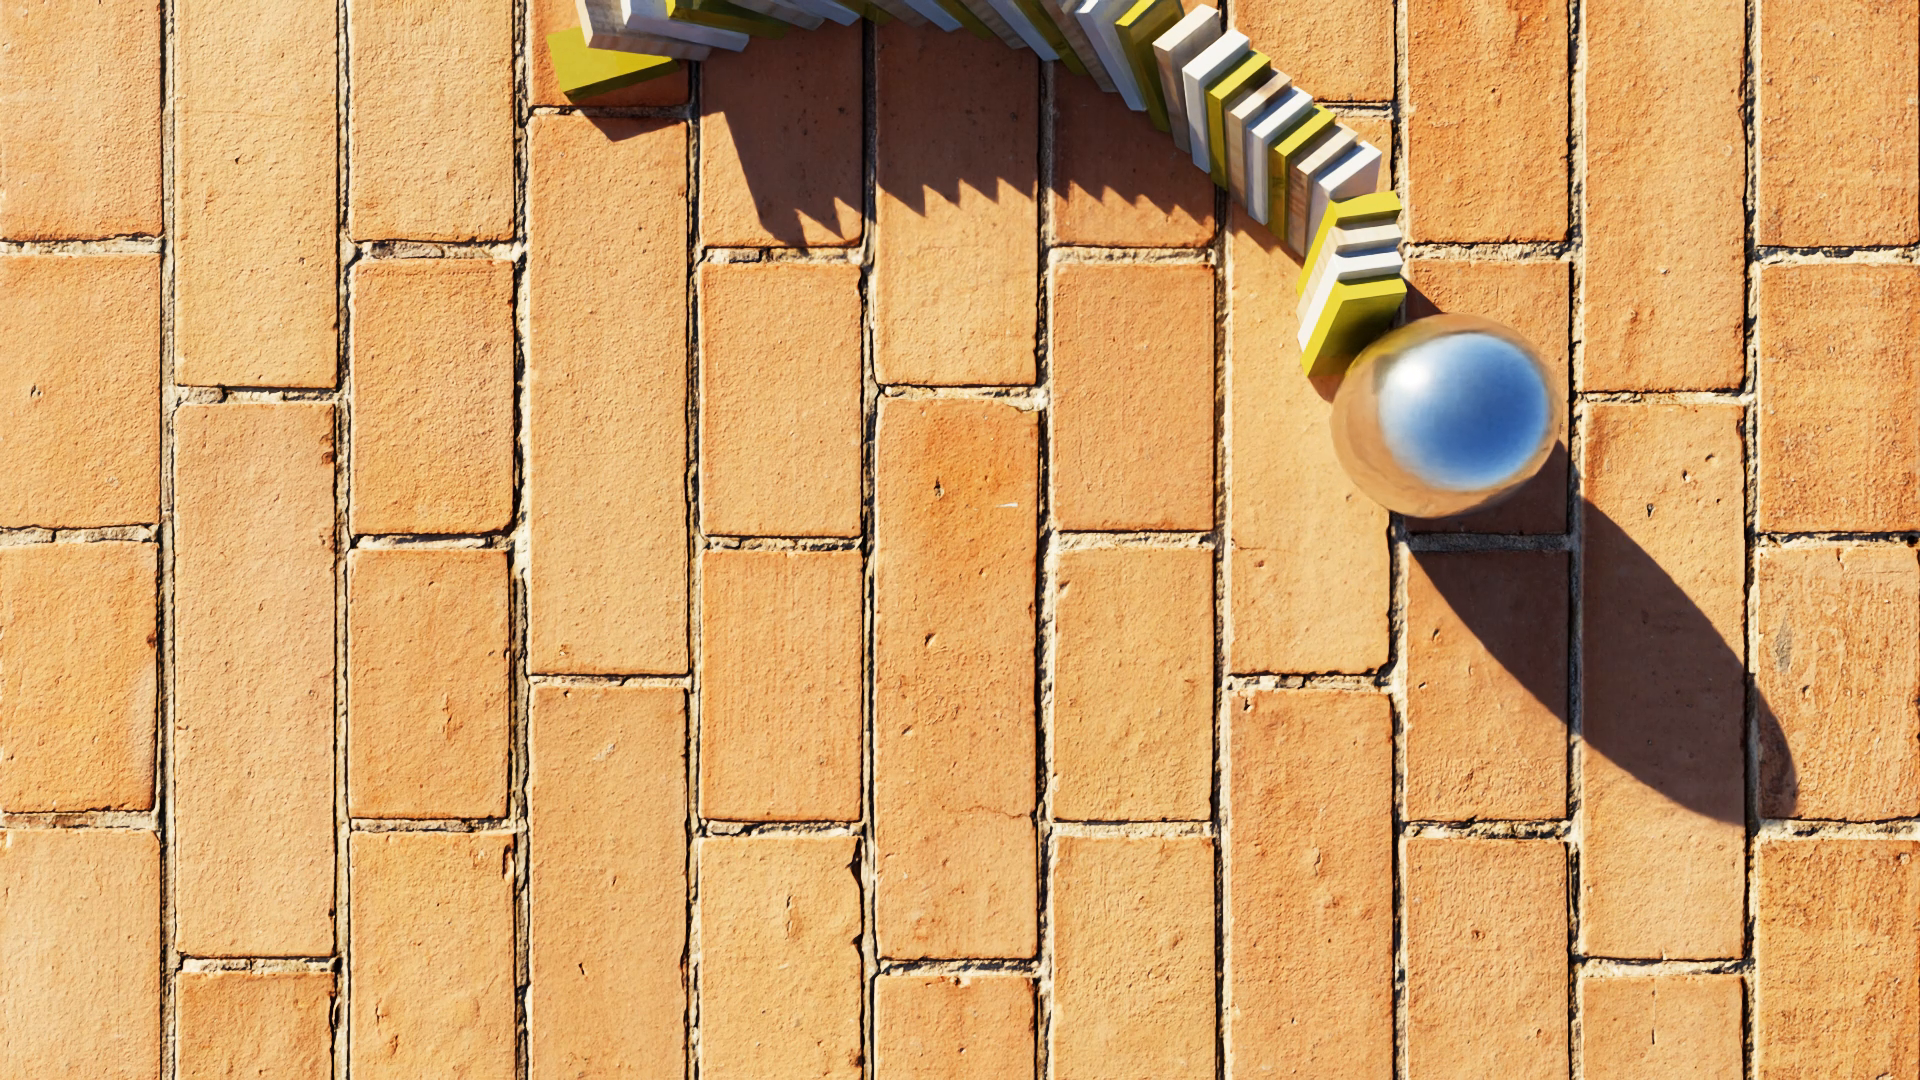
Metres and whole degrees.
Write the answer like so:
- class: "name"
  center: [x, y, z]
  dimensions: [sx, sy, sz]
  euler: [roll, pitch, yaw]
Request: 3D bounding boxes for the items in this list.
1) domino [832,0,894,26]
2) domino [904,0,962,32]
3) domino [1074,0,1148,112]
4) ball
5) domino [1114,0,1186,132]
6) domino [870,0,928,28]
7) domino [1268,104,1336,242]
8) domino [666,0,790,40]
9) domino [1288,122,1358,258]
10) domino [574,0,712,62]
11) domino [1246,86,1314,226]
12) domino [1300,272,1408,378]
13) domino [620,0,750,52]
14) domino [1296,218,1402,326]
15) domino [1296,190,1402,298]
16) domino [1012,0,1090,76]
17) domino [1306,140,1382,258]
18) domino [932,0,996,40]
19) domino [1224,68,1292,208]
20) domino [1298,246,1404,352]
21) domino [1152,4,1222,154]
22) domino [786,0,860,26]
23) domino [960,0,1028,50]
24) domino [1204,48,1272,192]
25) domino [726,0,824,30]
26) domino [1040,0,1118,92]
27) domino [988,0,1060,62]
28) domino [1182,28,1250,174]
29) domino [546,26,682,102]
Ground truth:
- class: "domino"
  center: [-0.049, -0.238, 0.380]
  dimensions: [0.050, 0.009, 0.025]
  euler: [4, 90, -40]
- class: "domino"
  center: [-0.018, -0.237, 0.380]
  dimensions: [0.050, 0.010, 0.025]
  euler: [13, 90, -40]
- class: "domino"
  center: [0.070, -0.207, 0.380]
  dimensions: [0.025, 0.009, 0.050]
  euler: [-51, 132, 0]
- class: "ball"
  center: [0.188, -0.048, 0.360]
  dimensions: [0.080, 0.080, 0.080]
  euler: [0, 90, 0]
- class: "domino"
  center: [0.085, -0.199, 0.379]
  dimensions: [0.025, 0.010, 0.050]
  euler: [-43, 134, 0]
- class: "domino"
  center: [-0.033, -0.238, 0.380]
  dimensions: [0.050, 0.010, 0.025]
  euler: [9, 90, -40]
- class: "domino"
  center: [0.139, -0.149, 0.376]
  dimensions: [0.025, 0.050, 0.010]
  euler: [-39, 61, 0]
- class: "domino"
  center: [-0.098, -0.227, 0.382]
  dimensions: [0.050, 0.010, 0.025]
  euler: [-10, 90, -36]
- class: "domino"
  center: [0.148, -0.142, 0.376]
  dimensions: [0.025, 0.050, 0.009]
  euler: [-39, 61, 0]
- class: "domino"
  center: [-0.131, -0.216, 0.380]
  dimensions: [0.050, 0.009, 0.025]
  euler: [-14, 89, -36]
- class: "domino"
  center: [0.131, -0.156, 0.376]
  dimensions: [0.025, 0.050, 0.010]
  euler: [-39, 61, 0]
- class: "domino"
  center: [0.160, -0.087, 0.376]
  dimensions: [0.025, 0.050, 0.010]
  euler: [-8, 64, 0]
- class: "domino"
  center: [-0.115, -0.223, 0.381]
  dimensions: [0.050, 0.009, 0.025]
  euler: [-7, 87, -36]
- class: "domino"
  center: [0.158, -0.108, 0.376]
  dimensions: [0.025, 0.050, 0.009]
  euler: [-8, 64, 0]
- class: "domino"
  center: [0.158, -0.119, 0.376]
  dimensions: [0.025, 0.050, 0.009]
  euler: [-8, 64, 0]
- class: "domino"
  center: [0.042, -0.221, 0.380]
  dimensions: [0.050, 0.010, 0.025]
  euler: [29, 90, -41]
- class: "domino"
  center: [0.156, -0.135, 0.376]
  dimensions: [0.025, 0.050, 0.009]
  euler: [-36, 61, -1]
- class: "domino"
  center: [-0.002, -0.235, 0.380]
  dimensions: [0.050, 0.010, 0.025]
  euler: [17, 90, -40]
- class: "domino"
  center: [0.123, -0.163, 0.376]
  dimensions: [0.025, 0.050, 0.009]
  euler: [-39, 61, 0]
- class: "domino"
  center: [0.159, -0.097, 0.376]
  dimensions: [0.025, 0.050, 0.010]
  euler: [-8, 64, 0]
- class: "domino"
  center: [0.097, -0.188, 0.377]
  dimensions: [0.025, 0.050, 0.010]
  euler: [-39, 54, 0]
- class: "domino"
  center: [-0.065, -0.237, 0.381]
  dimensions: [0.050, 0.010, 0.025]
  euler: [0, 90, -39]
- class: "domino"
  center: [0.013, -0.231, 0.380]
  dimensions: [0.050, 0.010, 0.025]
  euler: [21, 90, -40]
- class: "domino"
  center: [0.115, -0.171, 0.376]
  dimensions: [0.025, 0.050, 0.009]
  euler: [-39, 61, 0]
- class: "domino"
  center: [-0.081, -0.233, 0.380]
  dimensions: [0.050, 0.010, 0.025]
  euler: [-4, 90, -39]
- class: "domino"
  center: [0.057, -0.215, 0.380]
  dimensions: [0.050, 0.010, 0.025]
  euler: [34, 90, -41]
- class: "domino"
  center: [0.028, -0.227, 0.380]
  dimensions: [0.050, 0.009, 0.025]
  euler: [25, 90, -41]
- class: "domino"
  center: [0.106, -0.178, 0.376]
  dimensions: [0.025, 0.050, 0.009]
  euler: [-39, 61, 0]
- class: "domino"
  center: [-0.149, -0.210, 0.395]
  dimensions: [0.050, 0.009, 0.025]
  euler: [-16, 90, 0]
